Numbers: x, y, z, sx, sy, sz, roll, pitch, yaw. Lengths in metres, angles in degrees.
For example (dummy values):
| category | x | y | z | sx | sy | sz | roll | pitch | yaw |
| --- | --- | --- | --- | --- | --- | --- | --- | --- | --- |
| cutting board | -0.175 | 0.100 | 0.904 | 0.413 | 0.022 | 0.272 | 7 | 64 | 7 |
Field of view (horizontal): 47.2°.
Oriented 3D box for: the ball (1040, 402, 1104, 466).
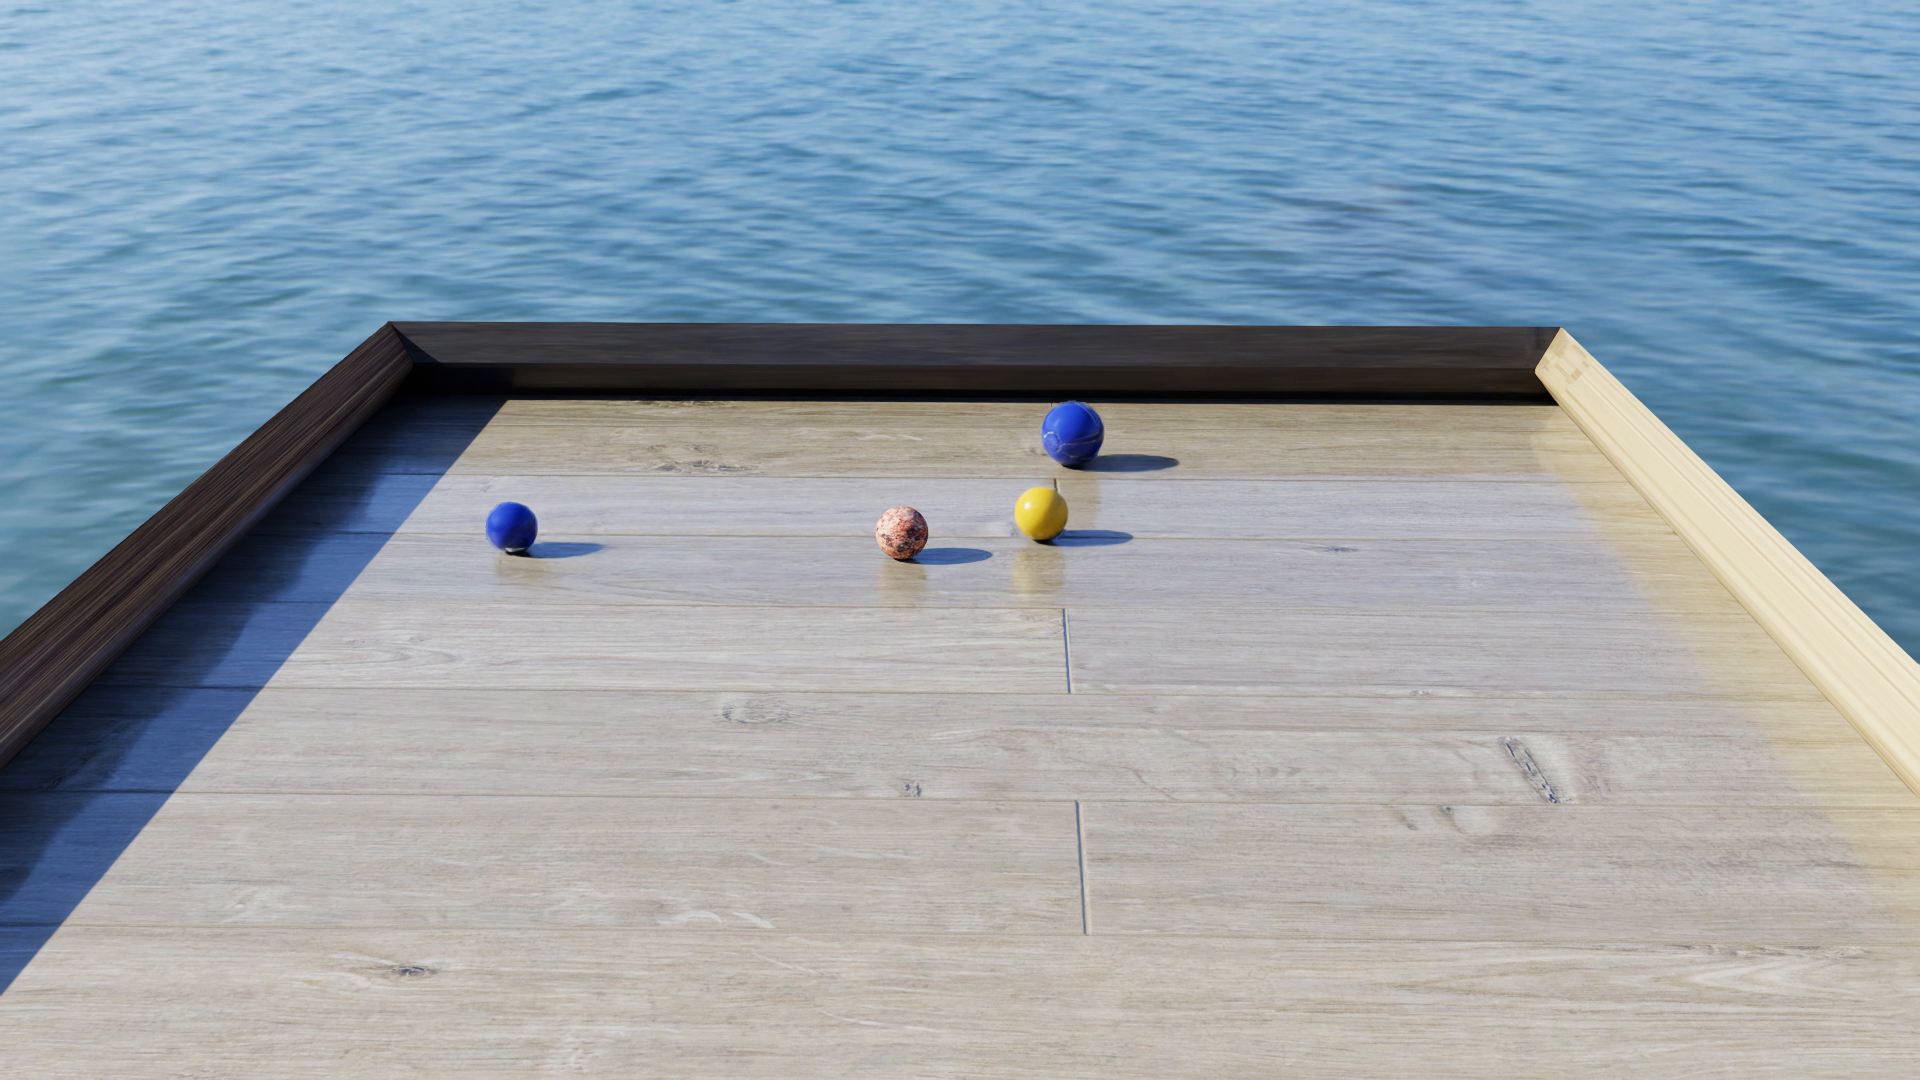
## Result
| category | x | y | z | sx | sy | sz | roll | pitch | yaw |
| --- | --- | --- | --- | --- | --- | --- | --- | --- | --- |
| ball | 0.152 | -0.143 | 2.972 | 0.086 | 0.086 | 0.086 | 0 | 18 | 0 |

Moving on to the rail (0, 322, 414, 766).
| category | x | y | z | sx | sy | sz | roll | pitch | yaw |
| --- | --- | --- | --- | --- | --- | --- | --- | --- | --- |
| rail | -0.874 | 0.225 | 1.825 | 0.045 | 0.111 | 3.173 | 0 | 18 | 1 |

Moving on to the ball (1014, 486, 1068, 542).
| category | x | y | z | sx | sy | sz | roll | pitch | yaw |
| --- | --- | --- | --- | --- | --- | --- | --- | --- | --- |
| ball | 0.099 | -0.032 | 2.669 | 0.066 | 0.066 | 0.066 | 0 | 18 | 0 |

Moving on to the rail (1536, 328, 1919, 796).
| category | x | y | z | sx | sy | sz | roll | pitch | yaw |
| --- | --- | --- | --- | --- | --- | --- | --- | --- | --- |
| rail | 0.838 | 0.237 | 1.788 | 0.045 | 0.111 | 3.173 | 0 | 18 | 1 |

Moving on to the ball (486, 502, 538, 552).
| category | x | y | z | sx | sy | sz | roll | pitch | yaw |
| --- | --- | --- | --- | --- | --- | --- | --- | --- | --- |
| ball | -0.535 | -0.015 | 2.628 | 0.061 | 0.061 | 0.061 | 0 | 18 | 0 |

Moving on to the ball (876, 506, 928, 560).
| category | x | y | z | sx | sy | sz | roll | pitch | yaw |
| --- | --- | --- | --- | --- | --- | --- | --- | --- | --- |
| ball | -0.069 | -0.009 | 2.606 | 0.063 | 0.063 | 0.063 | 0 | 18 | 0 |

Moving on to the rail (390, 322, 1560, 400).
| category | x | y | z | sx | sy | sz | roll | pitch | yaw |
| --- | --- | --- | --- | --- | --- | --- | --- | --- | --- |
| rail | 0.017 | -0.263 | 3.289 | 1.760 | 0.111 | 0.045 | 0 | 18 | 1 |
